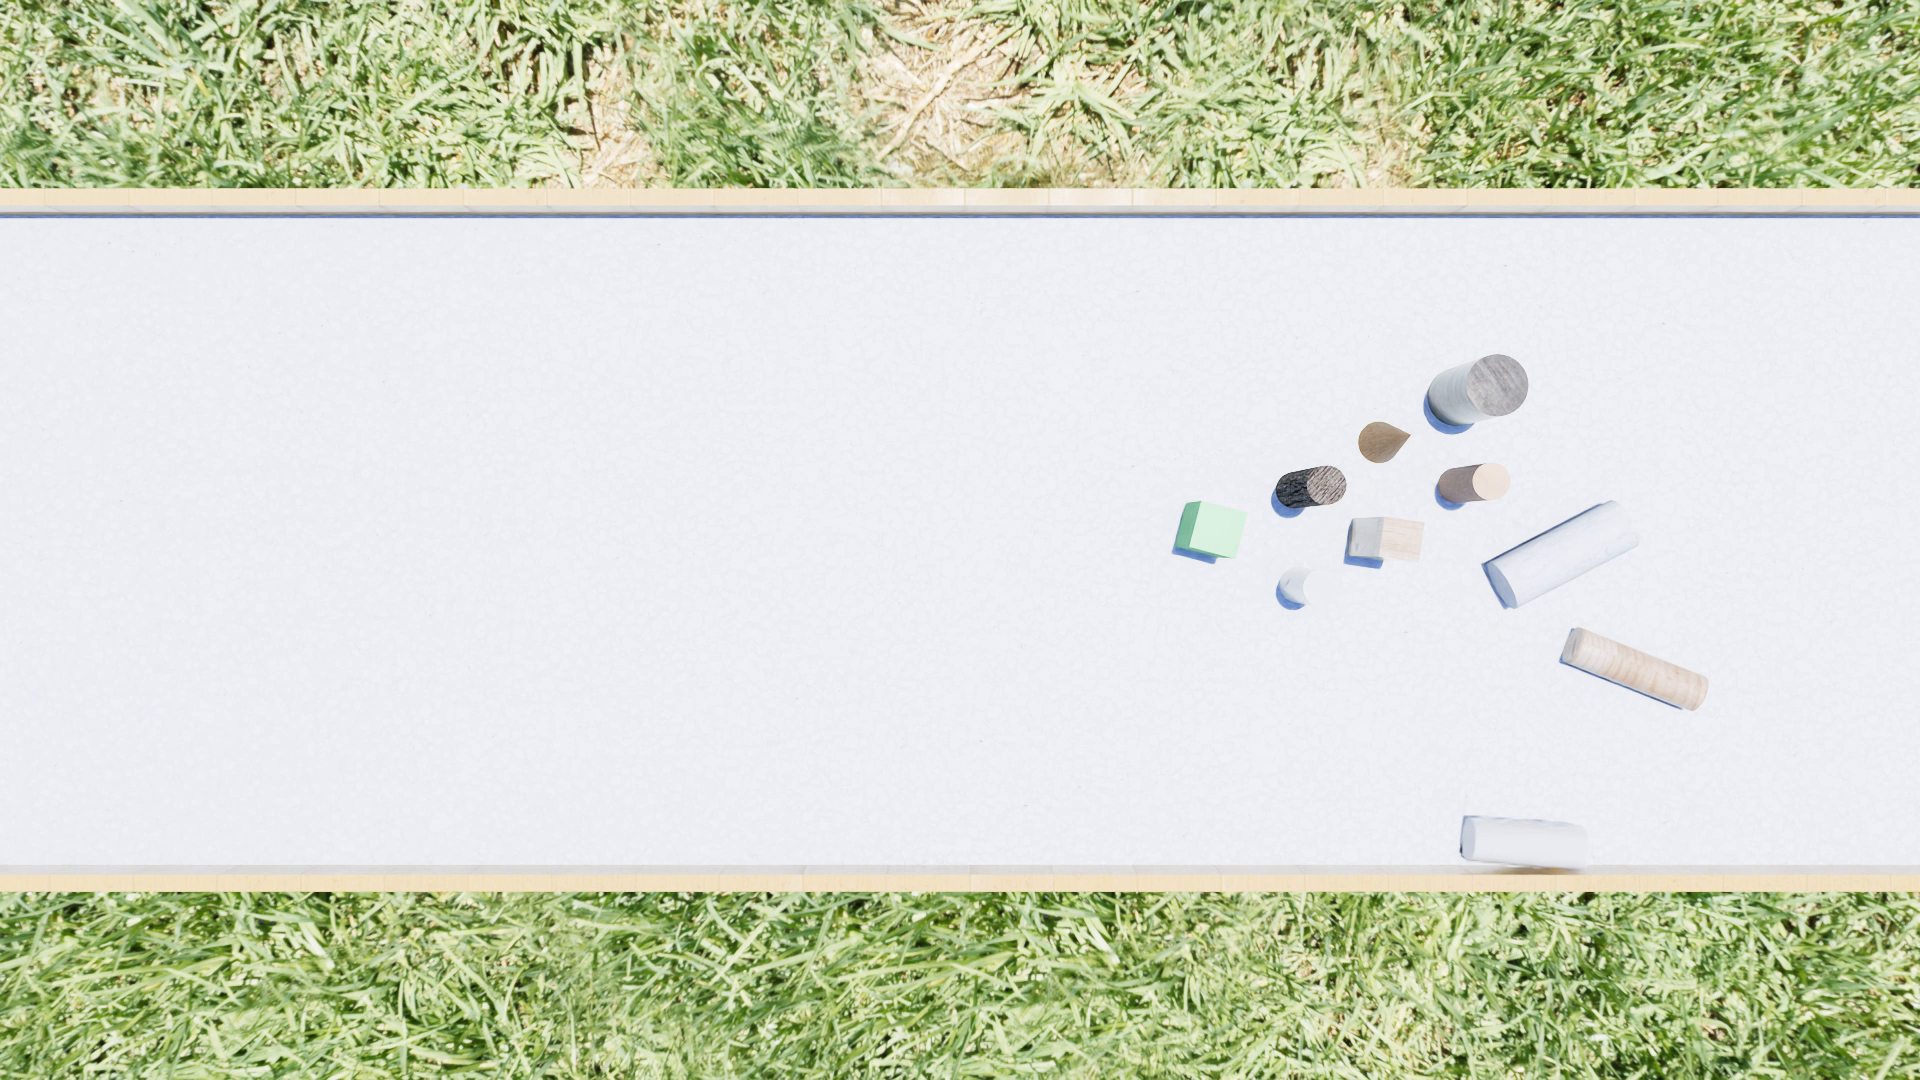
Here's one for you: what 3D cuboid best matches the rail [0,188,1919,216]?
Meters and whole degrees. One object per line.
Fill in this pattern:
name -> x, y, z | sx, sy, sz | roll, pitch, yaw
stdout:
rail -> -2.247, -1.025, 5.002 | 12.000, 0.150, 0.050 | 0, 90, 0

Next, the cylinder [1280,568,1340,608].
cylinder -> 1.037, 0.138, 4.901 | 0.108, 0.352, 0.108 | 0, 90, 0

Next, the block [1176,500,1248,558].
block -> 0.745, -0.030, 4.916 | 0.138, 0.322, 0.138 | 15, 90, 0

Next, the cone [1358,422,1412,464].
cone -> 1.290, -0.301, 4.894 | 0.129, 0.365, 0.129 | 0, 90, 0

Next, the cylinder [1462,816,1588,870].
cylinder -> 1.714, 0.920, 5.009 | 0.338, 0.135, 0.135 | 4, 90, 0

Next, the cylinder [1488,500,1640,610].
cylinder -> 1.826, 0.044, 4.997 | 0.413, 0.160, 0.160 | -27, 90, 0

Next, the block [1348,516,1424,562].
block -> 1.257, -0.001, 4.885 | 0.115, 0.384, 0.115 | 8, 90, 0

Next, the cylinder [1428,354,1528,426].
cylinder -> 1.527, -0.440, 4.882 | 0.178, 0.389, 0.178 | 0, 90, 0

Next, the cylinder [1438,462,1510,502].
cylinder -> 1.525, -0.168, 4.904 | 0.108, 0.345, 0.108 | 0, 90, 0

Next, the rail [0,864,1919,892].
rail -> -2.247, 1.025, 5.001 | 12.000, 0.150, 0.050 | 0, 90, 0

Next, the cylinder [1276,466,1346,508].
cylinder -> 1.028, -0.154, 4.848 | 0.112, 0.456, 0.112 | 0, 90, 0

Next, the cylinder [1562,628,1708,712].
cylinder -> 2.054, 0.393, 5.019 | 0.409, 0.116, 0.116 | 21, 90, 0
